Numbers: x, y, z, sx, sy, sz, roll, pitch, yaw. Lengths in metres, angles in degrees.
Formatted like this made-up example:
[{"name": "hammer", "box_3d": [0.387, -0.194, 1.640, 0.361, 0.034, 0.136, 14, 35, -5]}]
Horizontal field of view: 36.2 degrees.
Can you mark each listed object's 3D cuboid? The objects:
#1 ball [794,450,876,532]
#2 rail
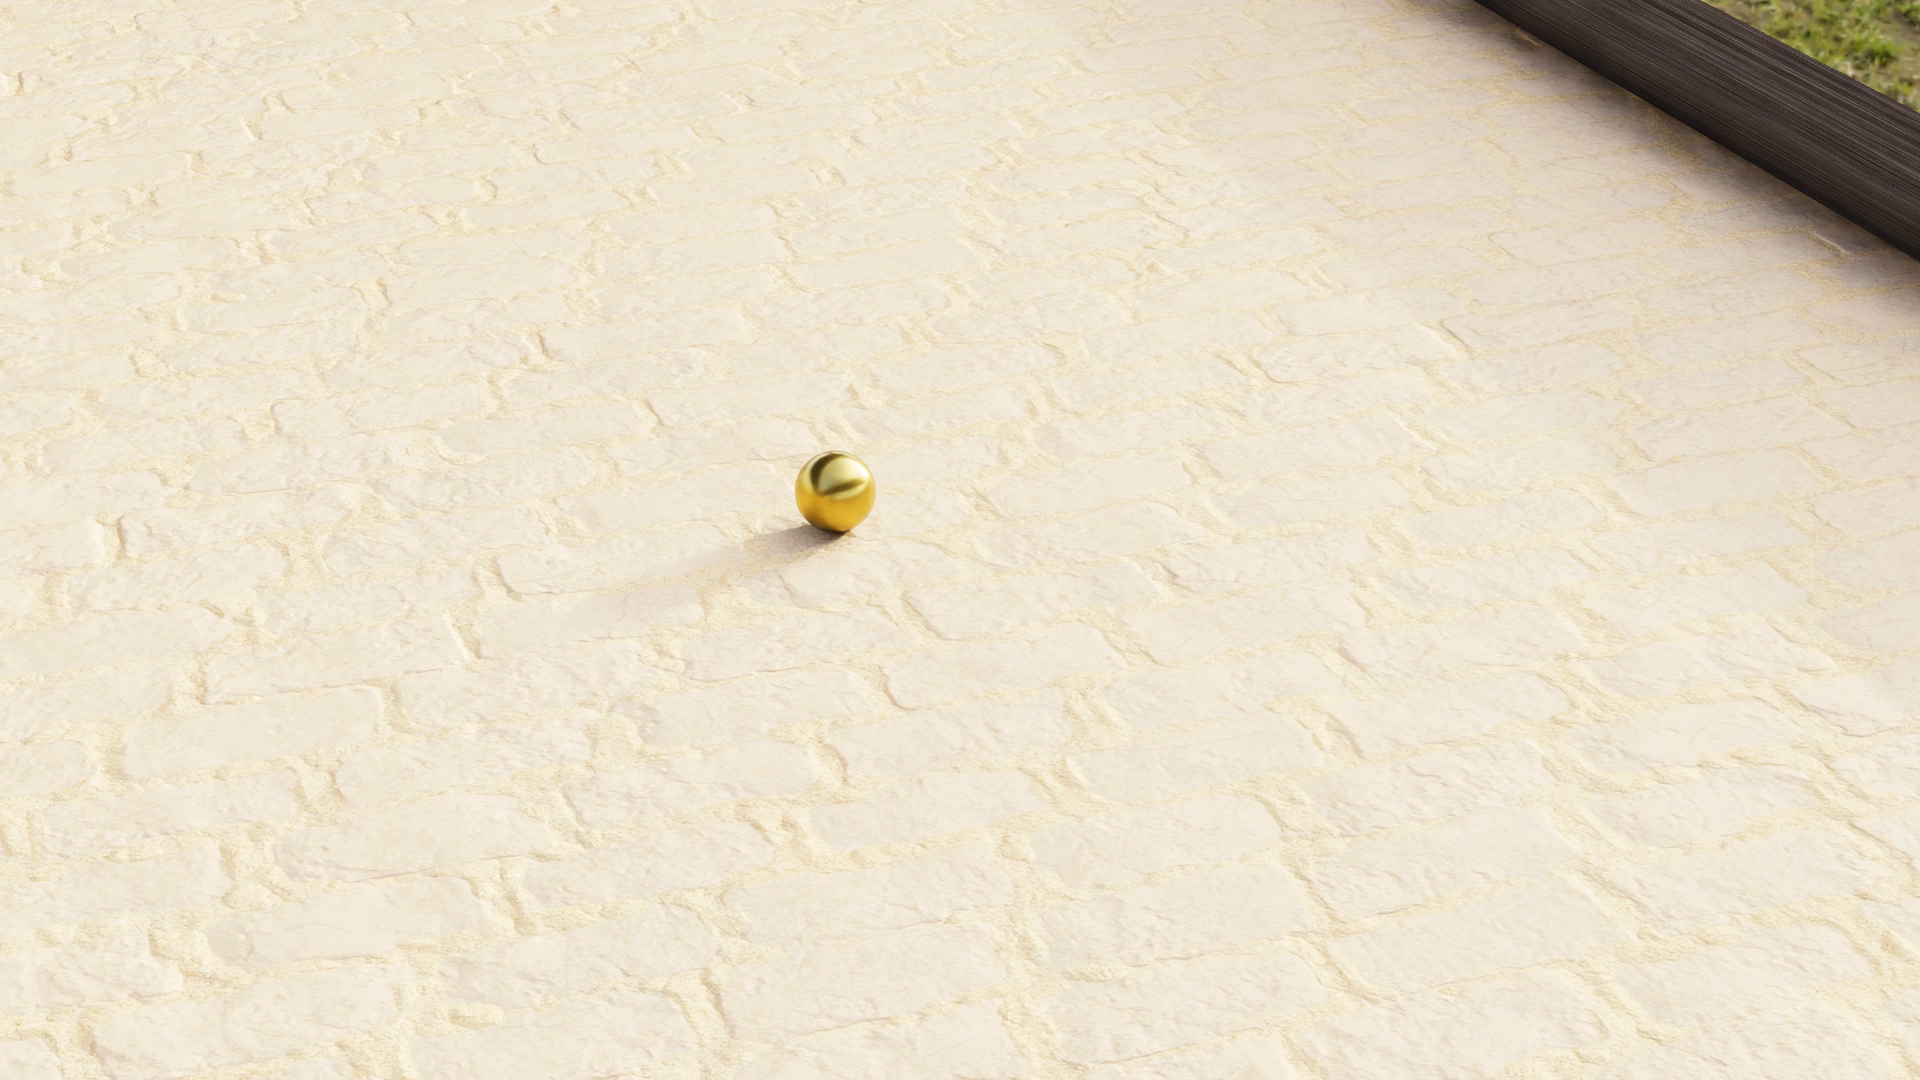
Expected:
[{"name": "ball", "box_3d": [-0.083, -0.032, 1.965, 0.055, 0.055, 0.055, 0, 27, 0]}, {"name": "rail", "box_3d": [0.555, -0.546, 2.886, 0.045, 0.116, 3.523, -9, 29, -17]}]
